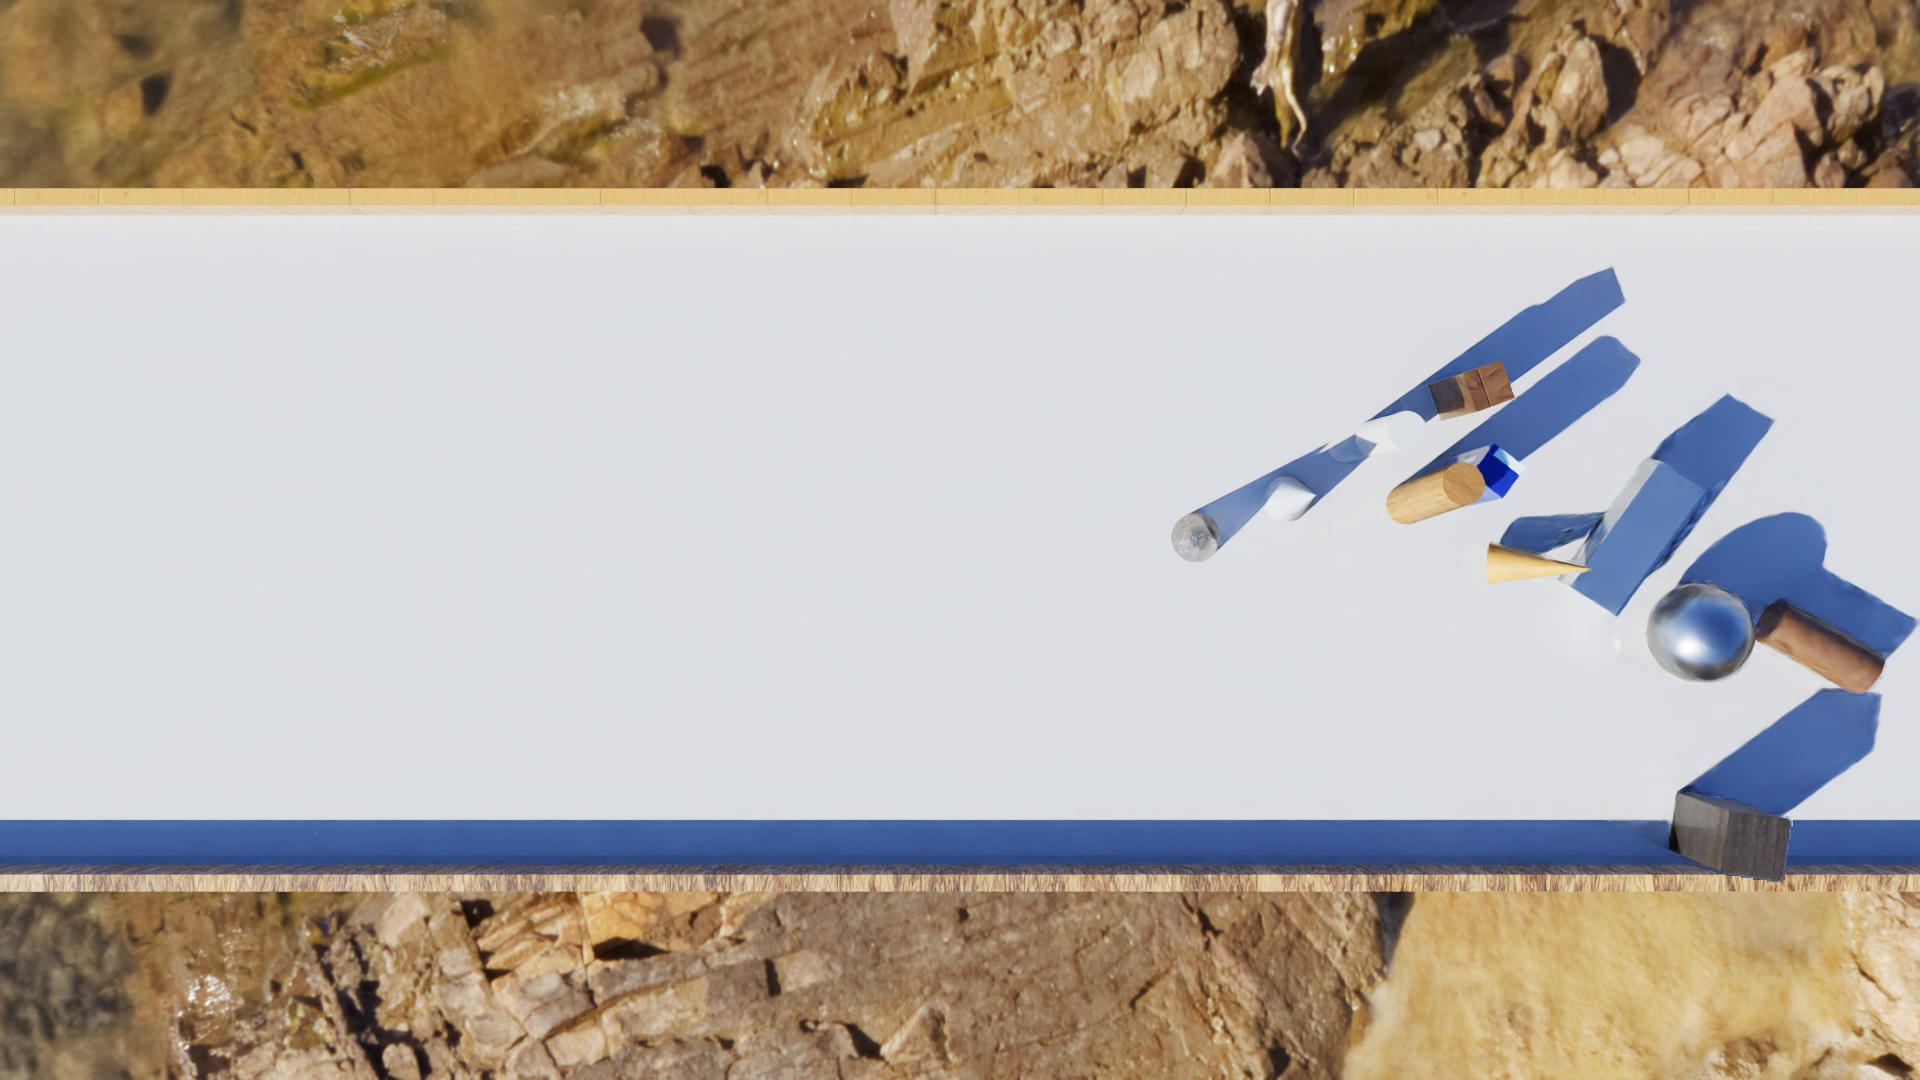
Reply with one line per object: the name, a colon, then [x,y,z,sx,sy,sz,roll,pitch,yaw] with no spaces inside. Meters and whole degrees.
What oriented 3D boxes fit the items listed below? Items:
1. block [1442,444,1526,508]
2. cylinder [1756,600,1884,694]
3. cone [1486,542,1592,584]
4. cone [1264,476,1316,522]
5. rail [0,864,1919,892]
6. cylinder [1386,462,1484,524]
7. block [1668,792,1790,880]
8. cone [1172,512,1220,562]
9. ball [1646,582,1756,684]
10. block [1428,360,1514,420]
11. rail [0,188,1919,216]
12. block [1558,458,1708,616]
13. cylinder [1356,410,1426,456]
block: [1.527,-0.186,4.886,0.112,0.373,0.112,37,86,0]
cylinder: [2.604,0.324,5.003,0.333,0.148,0.148,29,90,0]
cone: [1.744,0.080,4.947,0.302,0.127,0.127,4,90,26]
cone: [1.006,-0.127,4.870,0.143,0.413,0.143,0,90,0]
rail: [-2.247,1.025,5.001,12.000,0.150,0.050,0,90,0]
cylinder: [1.391,-0.133,4.848,0.123,0.444,0.123,1,83,-6]
block: [2.280,0.876,4.901,0.177,0.351,0.177,9,90,0]
cone: [0.726,-0.007,4.917,0.152,0.320,0.152,0,90,0]
ball: [2.202,0.276,4.907,0.299,0.299,0.299,0,90,0]
block: [1.516,-0.441,4.901,0.117,0.350,0.117,-20,90,0]
rail: [-2.247,-1.025,5.002,12.000,0.150,0.050,0,90,0]
block: [2.017,-0.011,4.957,0.165,0.165,0.448,33,99,2]
cylinder: [1.272,-0.312,4.884,0.110,0.385,0.110,0,90,0]
